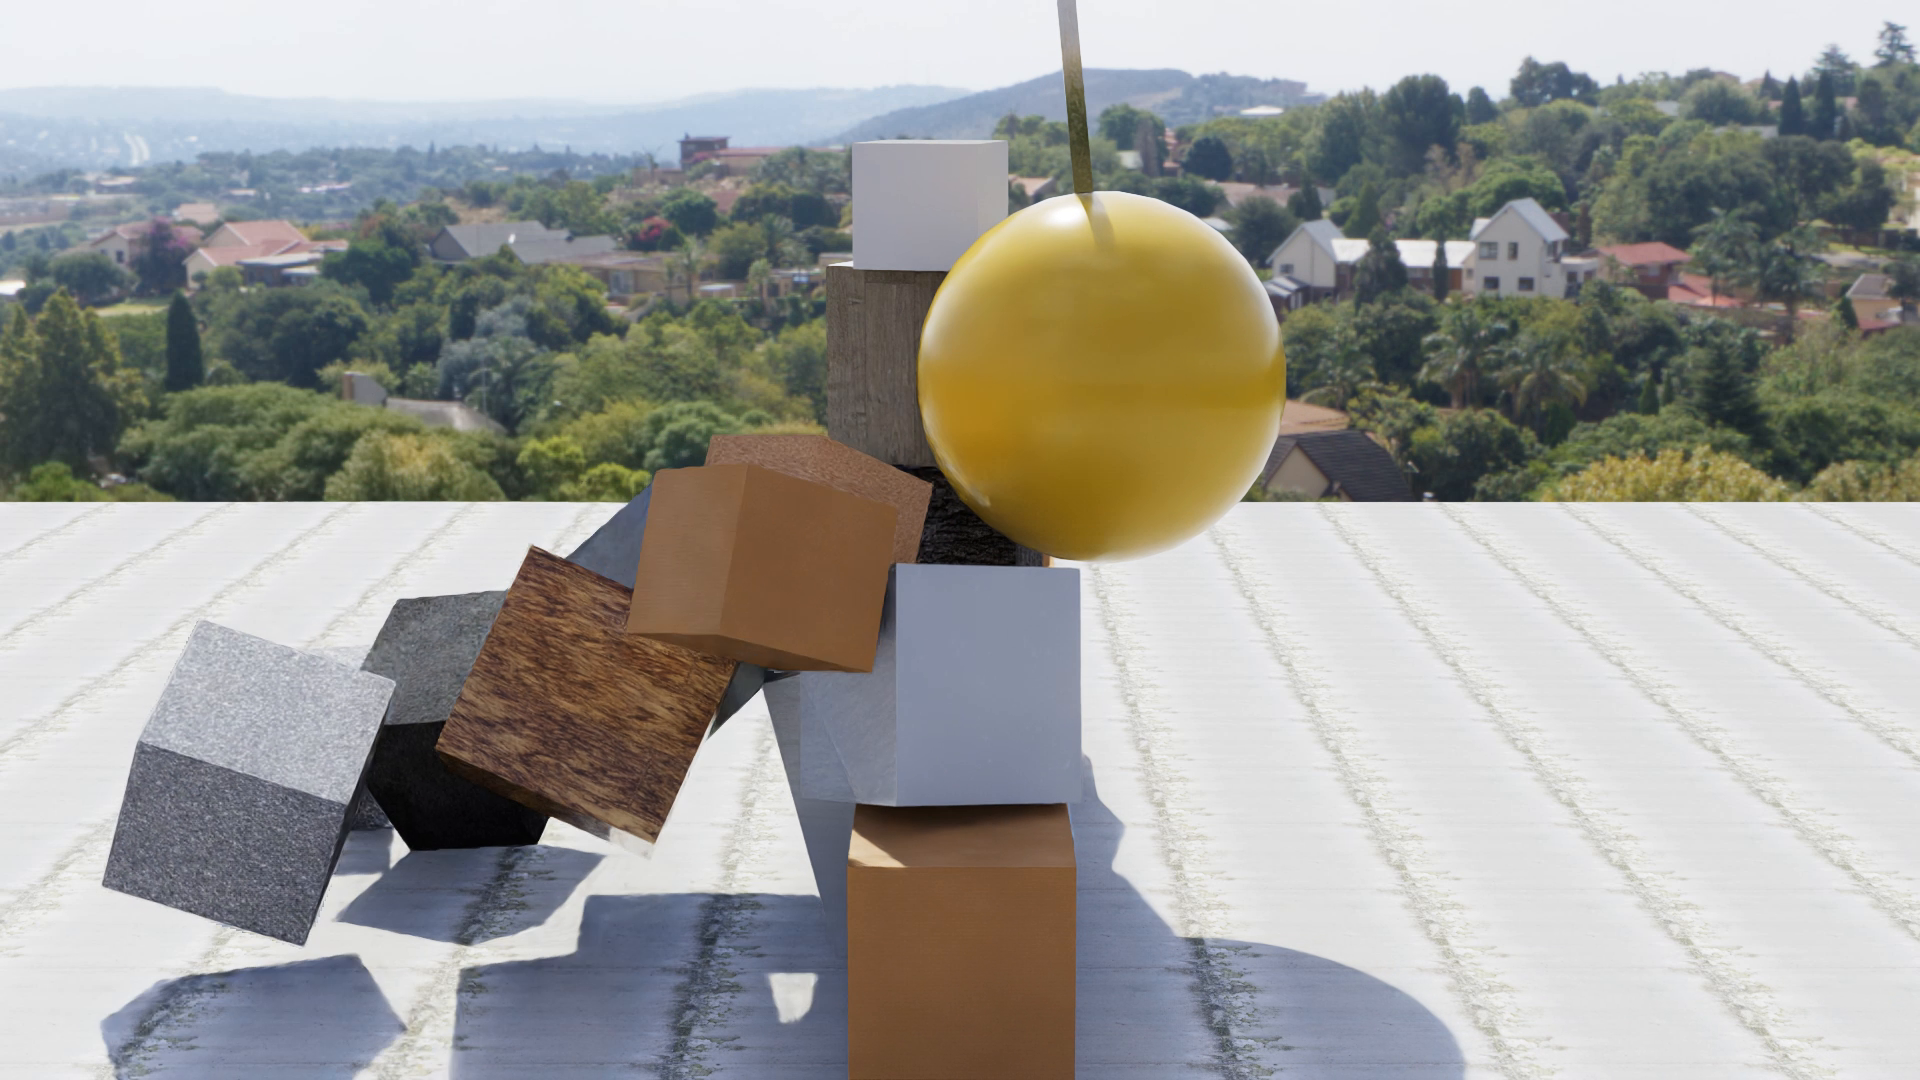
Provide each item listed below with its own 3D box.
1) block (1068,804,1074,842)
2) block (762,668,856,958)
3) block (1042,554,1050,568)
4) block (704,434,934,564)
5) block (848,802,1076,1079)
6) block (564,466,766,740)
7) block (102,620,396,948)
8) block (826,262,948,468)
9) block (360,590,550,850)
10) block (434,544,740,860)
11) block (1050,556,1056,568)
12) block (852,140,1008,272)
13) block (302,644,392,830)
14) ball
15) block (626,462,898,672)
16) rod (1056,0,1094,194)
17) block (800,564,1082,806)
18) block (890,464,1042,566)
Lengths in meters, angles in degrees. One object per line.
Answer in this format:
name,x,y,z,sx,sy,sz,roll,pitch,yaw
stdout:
block,0.014,1.390,9.863,0.810,0.736,0.762,0,10,0
block,-0.171,0.912,10.712,0.972,1.168,1.058,-14,10,2
block,-0.006,-0.165,13.024,0.824,0.725,0.822,1,9,10
block,-0.628,-0.009,10.312,0.660,0.657,0.642,2,-16,45
block,0.006,1.460,9.075,0.770,0.881,0.798,0,10,0
block,-1.250,0.324,11.420,0.790,0.730,0.750,40,69,19
block,-2.786,0.952,10.098,0.801,0.757,0.807,19,31,-9
block,-0.109,-0.870,12.249,0.759,0.918,0.858,4,11,22
block,-2.242,0.820,11.648,0.676,0.817,0.814,-5,41,22
block,-1.472,0.677,10.306,0.911,0.863,0.954,24,-13,-2
block,-0.019,0.595,13.611,1.034,0.960,0.896,0,10,0
block,-0.130,-1.553,11.857,0.585,0.568,0.622,2,11,13
block,-3.103,0.951,12.233,0.712,0.733,0.685,-4,11,-15
ball,0.606,-0.698,11.053,1.600,1.600,1.600,0,10,0
block,-0.685,0.106,8.932,0.661,0.583,0.556,17,-12,-39
rod,0.263,-4.026,10.448,0.080,5.200,0.080,-6,10,1
block,-0.082,0.536,9.483,0.737,0.846,0.851,2,-4,-26
block,-0.113,-0.020,12.193,0.901,0.734,0.825,2,11,10
